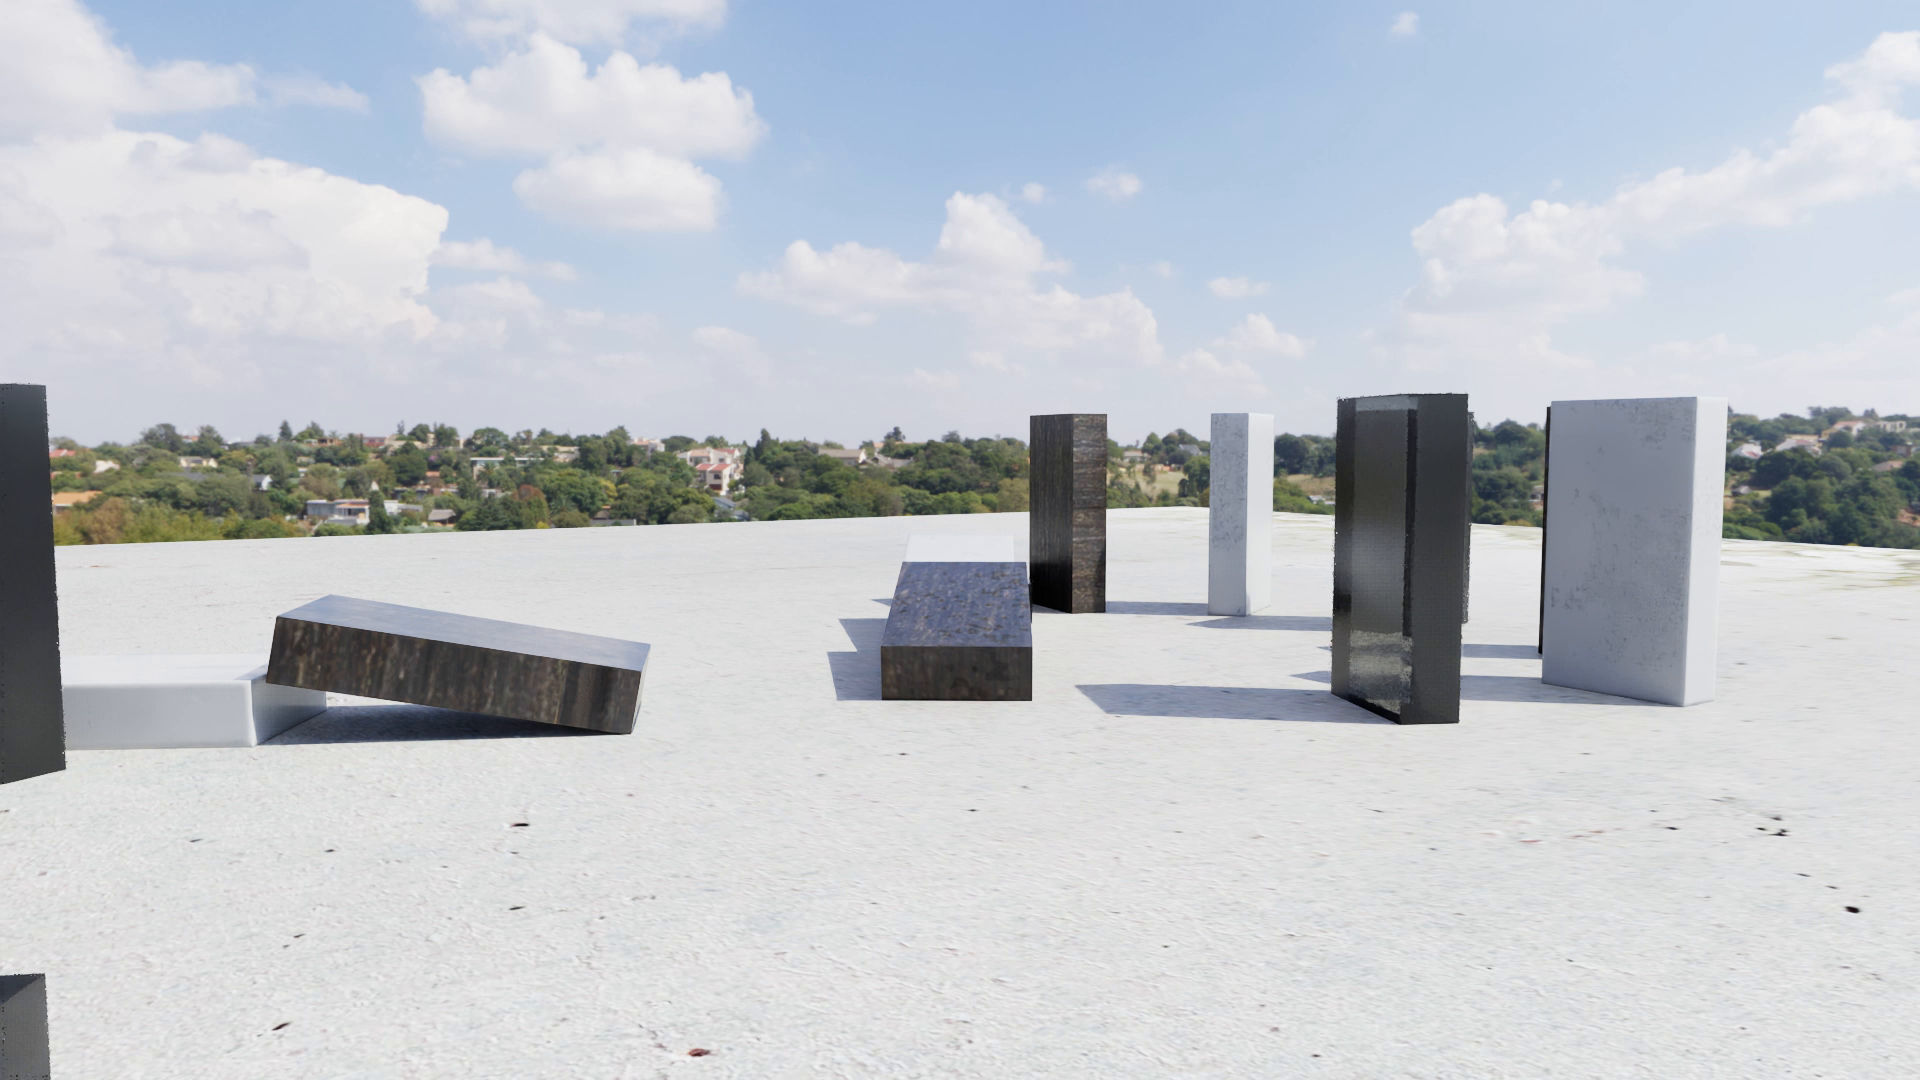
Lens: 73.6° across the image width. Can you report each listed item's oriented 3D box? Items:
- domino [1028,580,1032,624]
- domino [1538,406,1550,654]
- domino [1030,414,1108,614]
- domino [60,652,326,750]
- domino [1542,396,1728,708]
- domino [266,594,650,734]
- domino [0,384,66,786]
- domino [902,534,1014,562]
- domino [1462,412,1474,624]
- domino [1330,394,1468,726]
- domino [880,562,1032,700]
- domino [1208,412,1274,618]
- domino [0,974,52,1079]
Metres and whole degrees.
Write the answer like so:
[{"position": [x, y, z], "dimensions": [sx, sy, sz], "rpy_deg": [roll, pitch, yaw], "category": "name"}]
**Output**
[{"position": [0.004, 0.013, 0.328], "dimensions": [0.025, 0.010, 0.050], "rpy_deg": [0, 4, -1], "category": "domino"}, {"position": [0.131, -0.002, 0.258], "dimensions": [0.025, 0.050, 0.010], "rpy_deg": [-1, 4, -14], "category": "domino"}, {"position": [0.028, -0.007, 0.332], "dimensions": [0.010, 0.050, 0.025], "rpy_deg": [-2, 5, -22], "category": "domino"}, {"position": [-0.125, 0.024, 0.190], "dimensions": [0.050, 0.010, 0.025], "rpy_deg": [0, 4, -4], "category": "domino"}, {"position": [0.114, 0.001, 0.218], "dimensions": [0.009, 0.050, 0.025], "rpy_deg": [-3, 5, -32], "category": "domino"}, {"position": [-0.074, 0.019, 0.195], "dimensions": [0.050, 0.009, 0.025], "rpy_deg": [10, 3, -11], "category": "domino"}, {"position": [-0.130, 0.005, 0.166], "dimensions": [0.025, 0.050, 0.010], "rpy_deg": [2, 5, 20], "category": "domino"}, {"position": [0.000, 0.011, 0.285], "dimensions": [0.025, 0.009, 0.050], "rpy_deg": [0, 18, 2], "category": "domino"}, {"position": [0.108, -0.005, 0.298], "dimensions": [0.025, 0.050, 0.010], "rpy_deg": [-4, 6, -42], "category": "domino"}, {"position": [0.070, 0.002, 0.205], "dimensions": [0.010, 0.050, 0.025], "rpy_deg": [-1, 4, -8], "category": "domino"}, {"position": [0.000, 0.015, 0.236], "dimensions": [0.025, 0.010, 0.050], "rpy_deg": [0, 15, 2], "category": "domino"}, {"position": [0.072, -0.007, 0.327], "dimensions": [0.010, 0.050, 0.025], "rpy_deg": [2, 5, 28], "category": "domino"}, {"position": [-0.080, 0.033, 0.065], "dimensions": [0.050, 0.010, 0.025], "rpy_deg": [-1, 4, -8], "category": "domino"}]
